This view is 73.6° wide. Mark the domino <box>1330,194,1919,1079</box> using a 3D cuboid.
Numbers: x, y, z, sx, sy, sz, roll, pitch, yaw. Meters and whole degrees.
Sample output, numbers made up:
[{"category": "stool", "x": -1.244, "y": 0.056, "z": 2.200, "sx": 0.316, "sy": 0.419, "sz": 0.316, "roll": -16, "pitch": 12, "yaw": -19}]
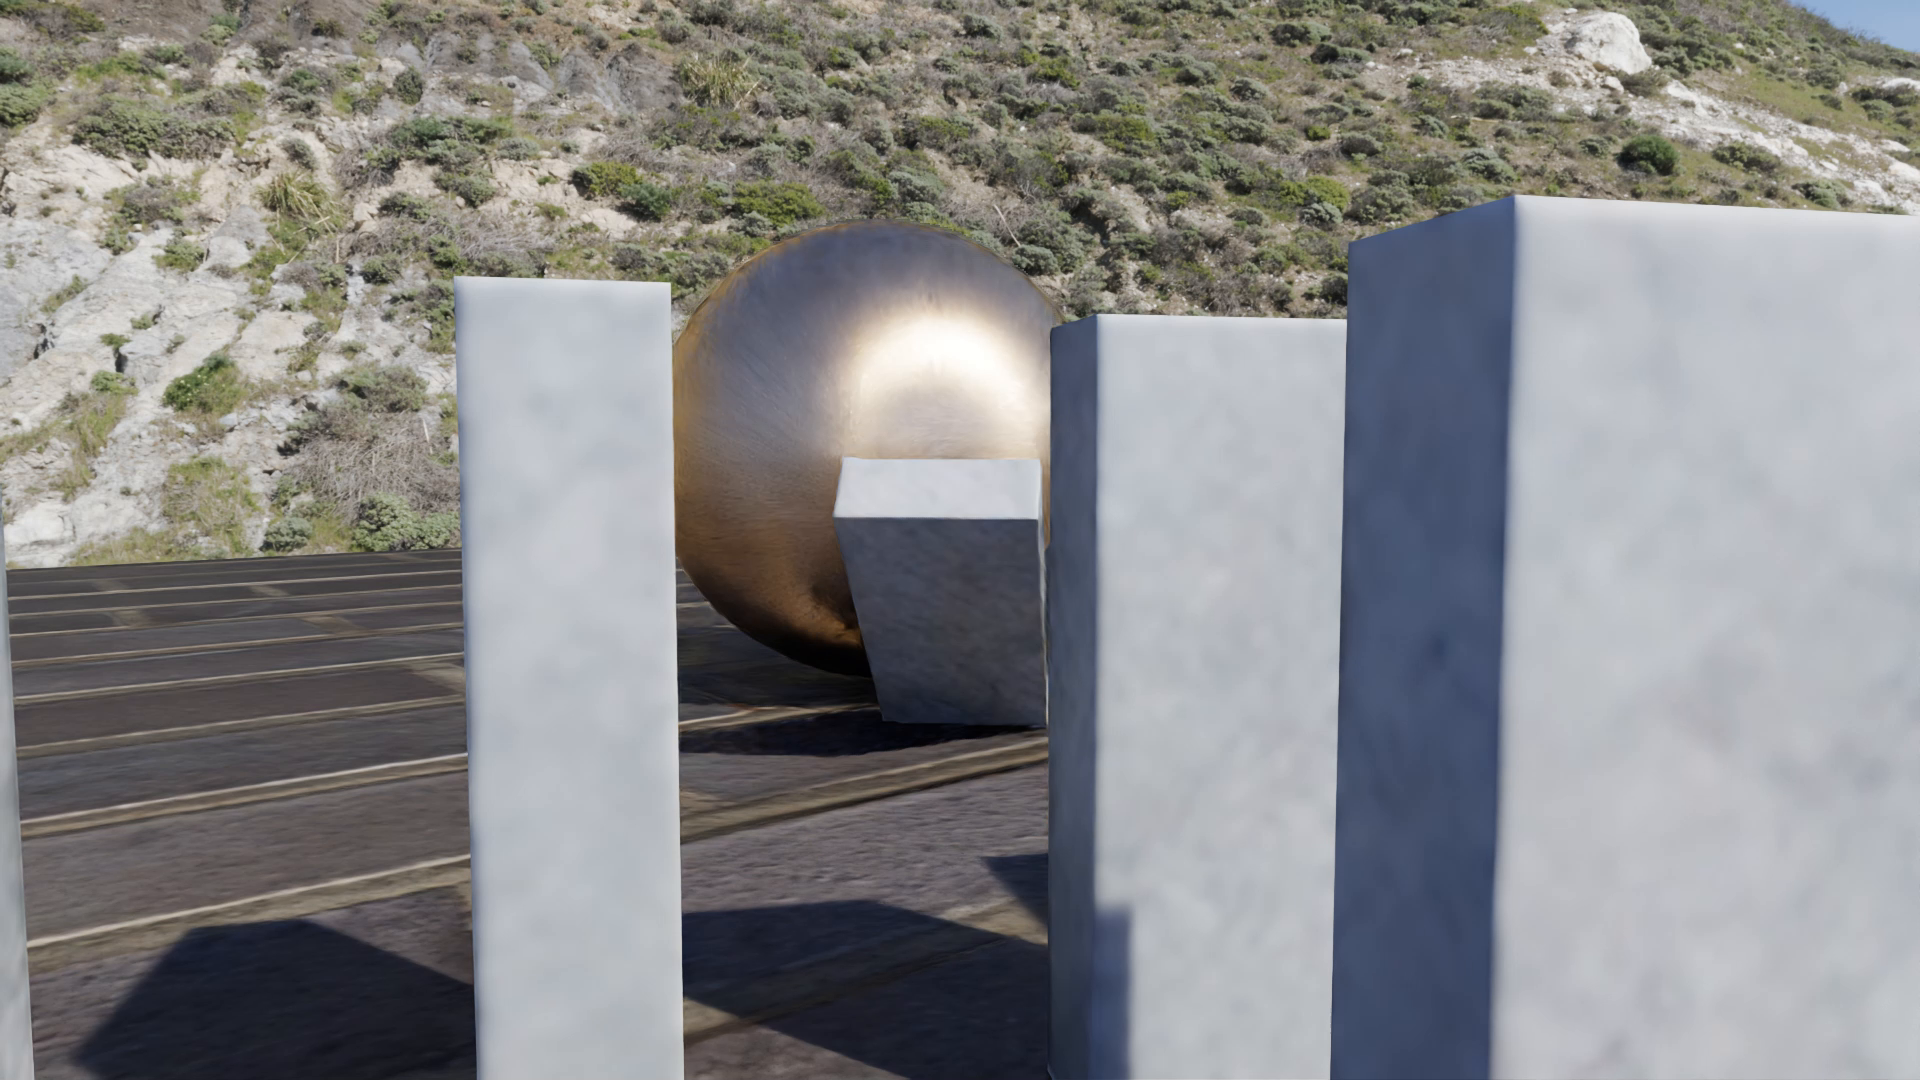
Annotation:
[{"category": "domino", "x": 0.028, "y": 0.014, "z": 0.048, "sx": 0.025, "sy": 0.050, "sz": 0.009, "roll": -1, "pitch": 4, "yaw": -14}]

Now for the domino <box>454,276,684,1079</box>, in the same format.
[{"category": "domino", "x": -0.021, "y": 0.012, "z": 0.073, "sx": 0.010, "sy": 0.050, "sz": 0.025, "roll": -1, "pitch": 4, "yaw": -15}]

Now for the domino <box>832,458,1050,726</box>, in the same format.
[{"category": "domino", "x": -0.001, "y": 0.009, "z": 0.177, "sx": 0.025, "sy": 0.010, "sz": 0.050, "roll": 1, "pitch": -38, "yaw": 6}]

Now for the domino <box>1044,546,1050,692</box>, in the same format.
[{"category": "domino", "x": 0.021, "y": 0.009, "z": 0.198, "sx": 0.025, "sy": 0.009, "sz": 0.050, "roll": -5, "pitch": -29, "yaw": -32}]

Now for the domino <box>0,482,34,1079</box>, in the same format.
[{"category": "domino", "x": -0.056, "y": 0.013, "z": 0.062, "sx": 0.009, "sy": 0.050, "sz": 0.025, "roll": -1, "pitch": 5, "yaw": -19}]

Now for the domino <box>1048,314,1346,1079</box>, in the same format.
[{"category": "domino", "x": 0.019, "y": 0.011, "z": 0.083, "sx": 0.025, "sy": 0.050, "sz": 0.010, "roll": -1, "pitch": 4, "yaw": -12}]

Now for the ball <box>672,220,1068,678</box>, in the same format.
[{"category": "ball", "x": -0.014, "y": -0.016, "z": 0.228, "sx": 0.080, "sy": 0.080, "sz": 0.080, "roll": 0, "pitch": 4, "yaw": 0}]
